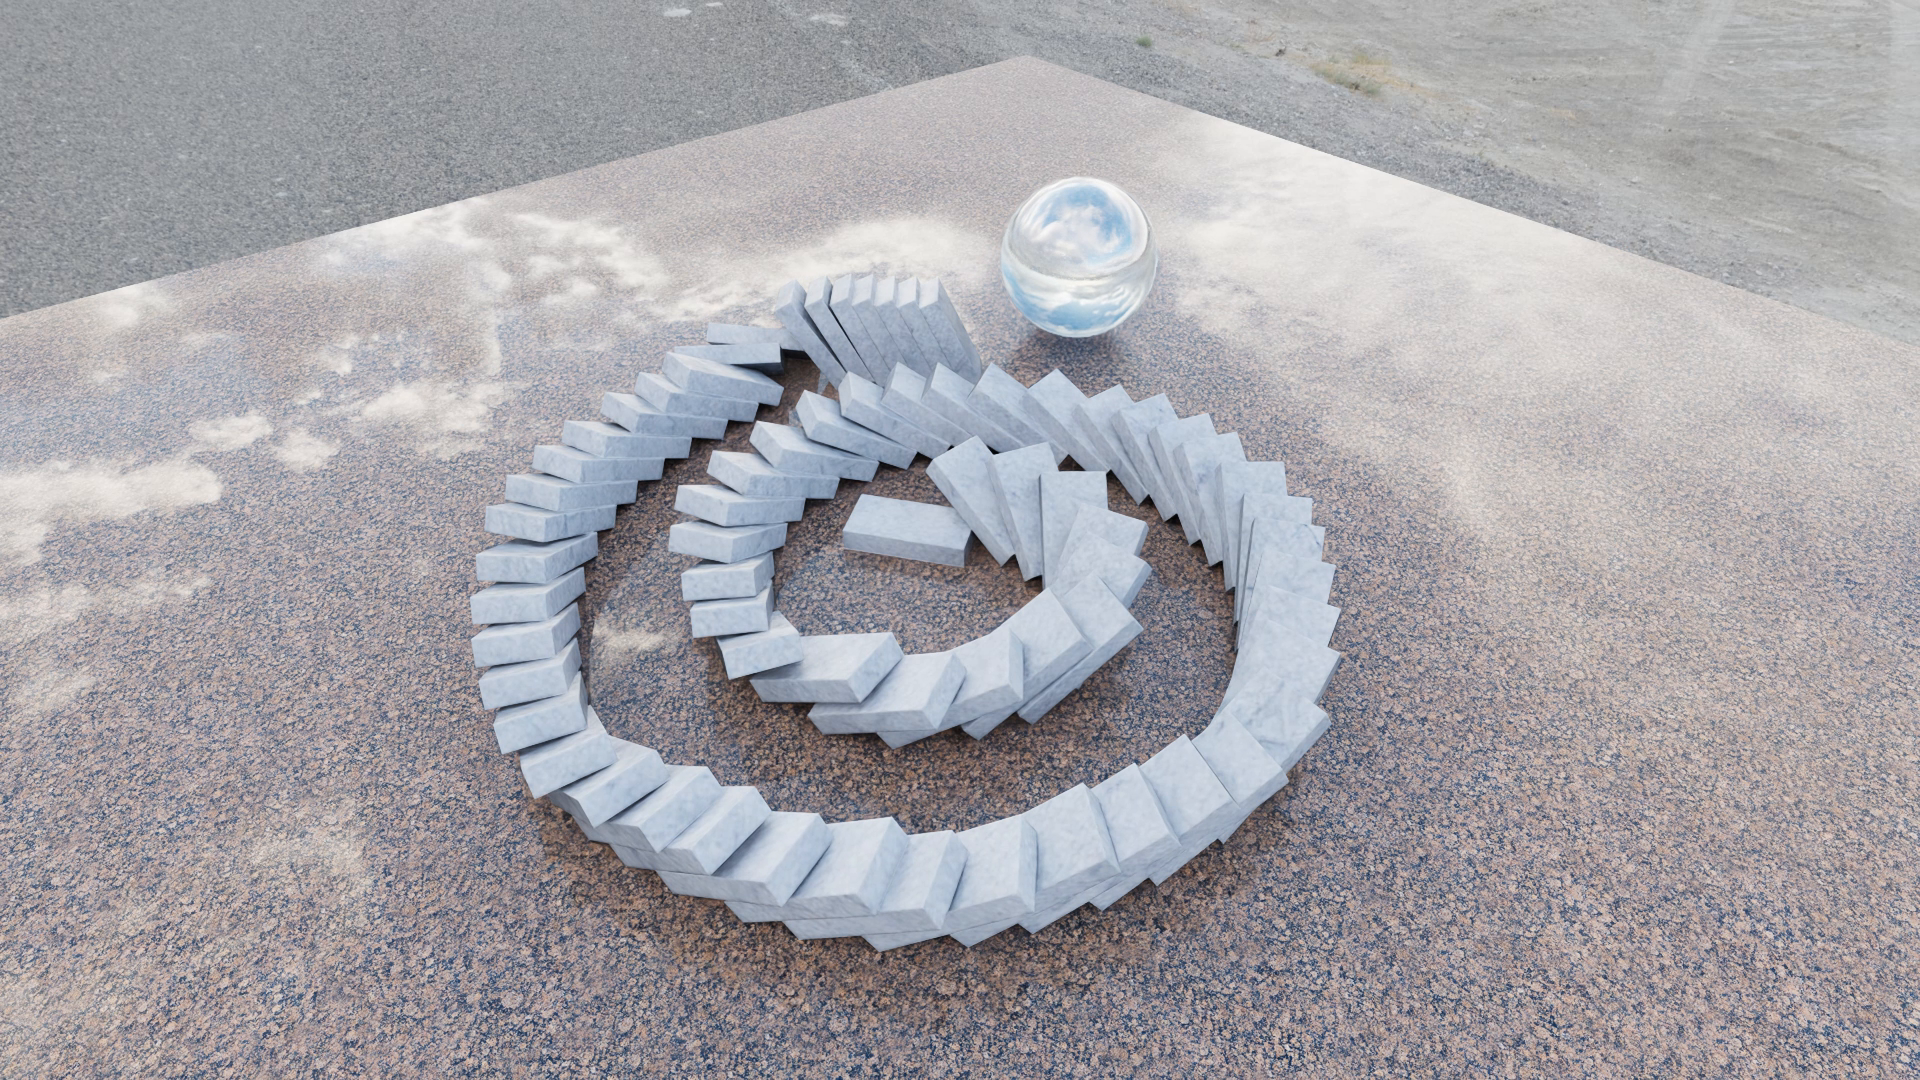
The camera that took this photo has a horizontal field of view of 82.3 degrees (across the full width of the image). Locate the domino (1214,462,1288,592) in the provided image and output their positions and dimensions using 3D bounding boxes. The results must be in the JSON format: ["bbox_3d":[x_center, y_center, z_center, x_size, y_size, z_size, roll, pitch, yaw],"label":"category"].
[{"bbox_3d":[0.115,-0.005,0.428,0.025,0.010,0.050,0,74,-4],"label":"domino"}]

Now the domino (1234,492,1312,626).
[{"bbox_3d":[0.117,0.008,0.412,0.025,0.010,0.050,6,74,7],"label":"domino"}]

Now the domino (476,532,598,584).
[{"bbox_3d":[-0.160,0.006,0.419,0.025,0.010,0.050,2,11,3],"label":"domino"}]

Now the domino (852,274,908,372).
[{"bbox_3d":[-0.036,-0.101,0.536,0.009,0.050,0.025,-20,37,15],"label":"domino"}]

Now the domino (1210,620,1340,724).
[{"bbox_3d":[0.100,0.054,0.357,0.025,0.010,0.050,27,79,27],"label":"domino"}]

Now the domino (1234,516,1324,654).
[{"bbox_3d":[0.116,0.018,0.399,0.025,0.009,0.050,9,75,8],"label":"domino"}]

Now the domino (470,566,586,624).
[{"bbox_3d":[-0.156,0.020,0.401,0.025,0.009,0.050,-3,9,-4],"label":"domino"}]

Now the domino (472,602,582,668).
[{"bbox_3d":[-0.150,0.032,0.384,0.025,0.010,0.050,-7,8,-9],"label":"domino"}]

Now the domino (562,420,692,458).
[{"bbox_3d":[-0.143,-0.043,0.476,0.025,0.009,0.050,19,12,26],"label":"domino"}]

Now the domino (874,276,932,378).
[{"bbox_3d":[-0.025,-0.100,0.534,0.010,0.050,0.025,-20,37,15],"label":"domino"}]

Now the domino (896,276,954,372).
[{"bbox_3d":[-0.015,-0.100,0.534,0.009,0.050,0.025,-20,37,15],"label":"domino"}]

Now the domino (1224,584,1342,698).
[{"bbox_3d":[0.107,0.043,0.370,0.025,0.009,0.050,20,77,22],"label":"domino"}]

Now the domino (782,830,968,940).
[{"bbox_3d":[-0.024,0.096,0.306,0.050,0.009,0.025,-16,30,32],"label":"domino"}]

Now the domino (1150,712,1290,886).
[{"bbox_3d":[0.070,0.077,0.331,0.050,0.009,0.025,-38,46,0],"label":"domino"}]

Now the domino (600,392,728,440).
[{"bbox_3d":[-0.132,-0.055,0.492,0.025,0.010,0.050,29,18,31],"label":"domino"}]

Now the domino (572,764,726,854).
[{"bbox_3d":[-0.093,0.078,0.326,0.050,0.009,0.025,-12,23,50],"label":"domino"}]

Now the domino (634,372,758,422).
[{"bbox_3d":[-0.120,-0.065,0.504,0.025,0.009,0.050,32,19,34],"label":"domino"}]

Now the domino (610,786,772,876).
[{"bbox_3d":[-0.079,0.084,0.320,0.050,0.009,0.025,-14,22,46],"label":"domino"}]

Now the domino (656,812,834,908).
[{"bbox_3d":[-0.062,0.090,0.314,0.050,0.010,0.025,-10,27,40],"label":"domino"}]

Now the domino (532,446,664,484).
[{"bbox_3d":[-0.151,-0.032,0.463,0.025,0.009,0.050,17,11,22],"label":"domino"}]

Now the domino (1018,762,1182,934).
[{"bbox_3d":[0.036,0.088,0.316,0.050,0.009,0.025,-34,41,10],"label":"domino"}]

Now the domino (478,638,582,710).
[{"bbox_3d":[-0.143,0.044,0.369,0.025,0.010,0.050,-11,7,-13],"label":"domino"}]

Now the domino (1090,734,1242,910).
[{"bbox_3d":[0.054,0.083,0.323,0.050,0.010,0.025,-38,45,5],"label":"domino"}]

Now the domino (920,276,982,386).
[{"bbox_3d":[-0.004,-0.100,0.533,0.009,0.050,0.025,-20,37,15],"label":"domino"}]

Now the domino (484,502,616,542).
[{"bbox_3d":[-0.161,-0.009,0.435,0.025,0.010,0.050,10,9,12],"label":"domino"}]

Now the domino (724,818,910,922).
[{"bbox_3d":[-0.040,0.093,0.309,0.050,0.010,0.025,-16,30,33],"label":"domino"}]

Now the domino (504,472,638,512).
[{"bbox_3d":[-0.157,-0.021,0.449,0.025,0.009,0.050,12,10,17],"label":"domino"}]

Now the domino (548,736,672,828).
[{"bbox_3d":[-0.109,0.072,0.333,0.025,0.010,0.050,-32,14,-31],"label":"domino"}]

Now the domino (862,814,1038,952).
[{"bbox_3d":[-0.003,0.096,0.307,0.050,0.009,0.025,-23,33,23],"label":"domino"}]

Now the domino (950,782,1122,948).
[{"bbox_3d":[0.019,0.092,0.311,0.050,0.009,0.025,-31,39,14],"label":"domino"}]

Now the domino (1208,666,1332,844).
[{"bbox_3d":[0.088,0.066,0.343,0.050,0.009,0.025,-47,51,-3],"label":"domino"}]

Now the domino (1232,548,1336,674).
[{"bbox_3d":[0.113,0.030,0.385,0.025,0.009,0.050,14,75,14],"label":"domino"}]

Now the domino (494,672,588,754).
[{"bbox_3d":[-0.134,0.055,0.356,0.025,0.009,0.050,-16,8,-17],"label":"domino"}]

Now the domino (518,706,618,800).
[{"bbox_3d":[-0.123,0.065,0.342,0.025,0.009,0.050,-23,10,-21],"label":"domino"}]
